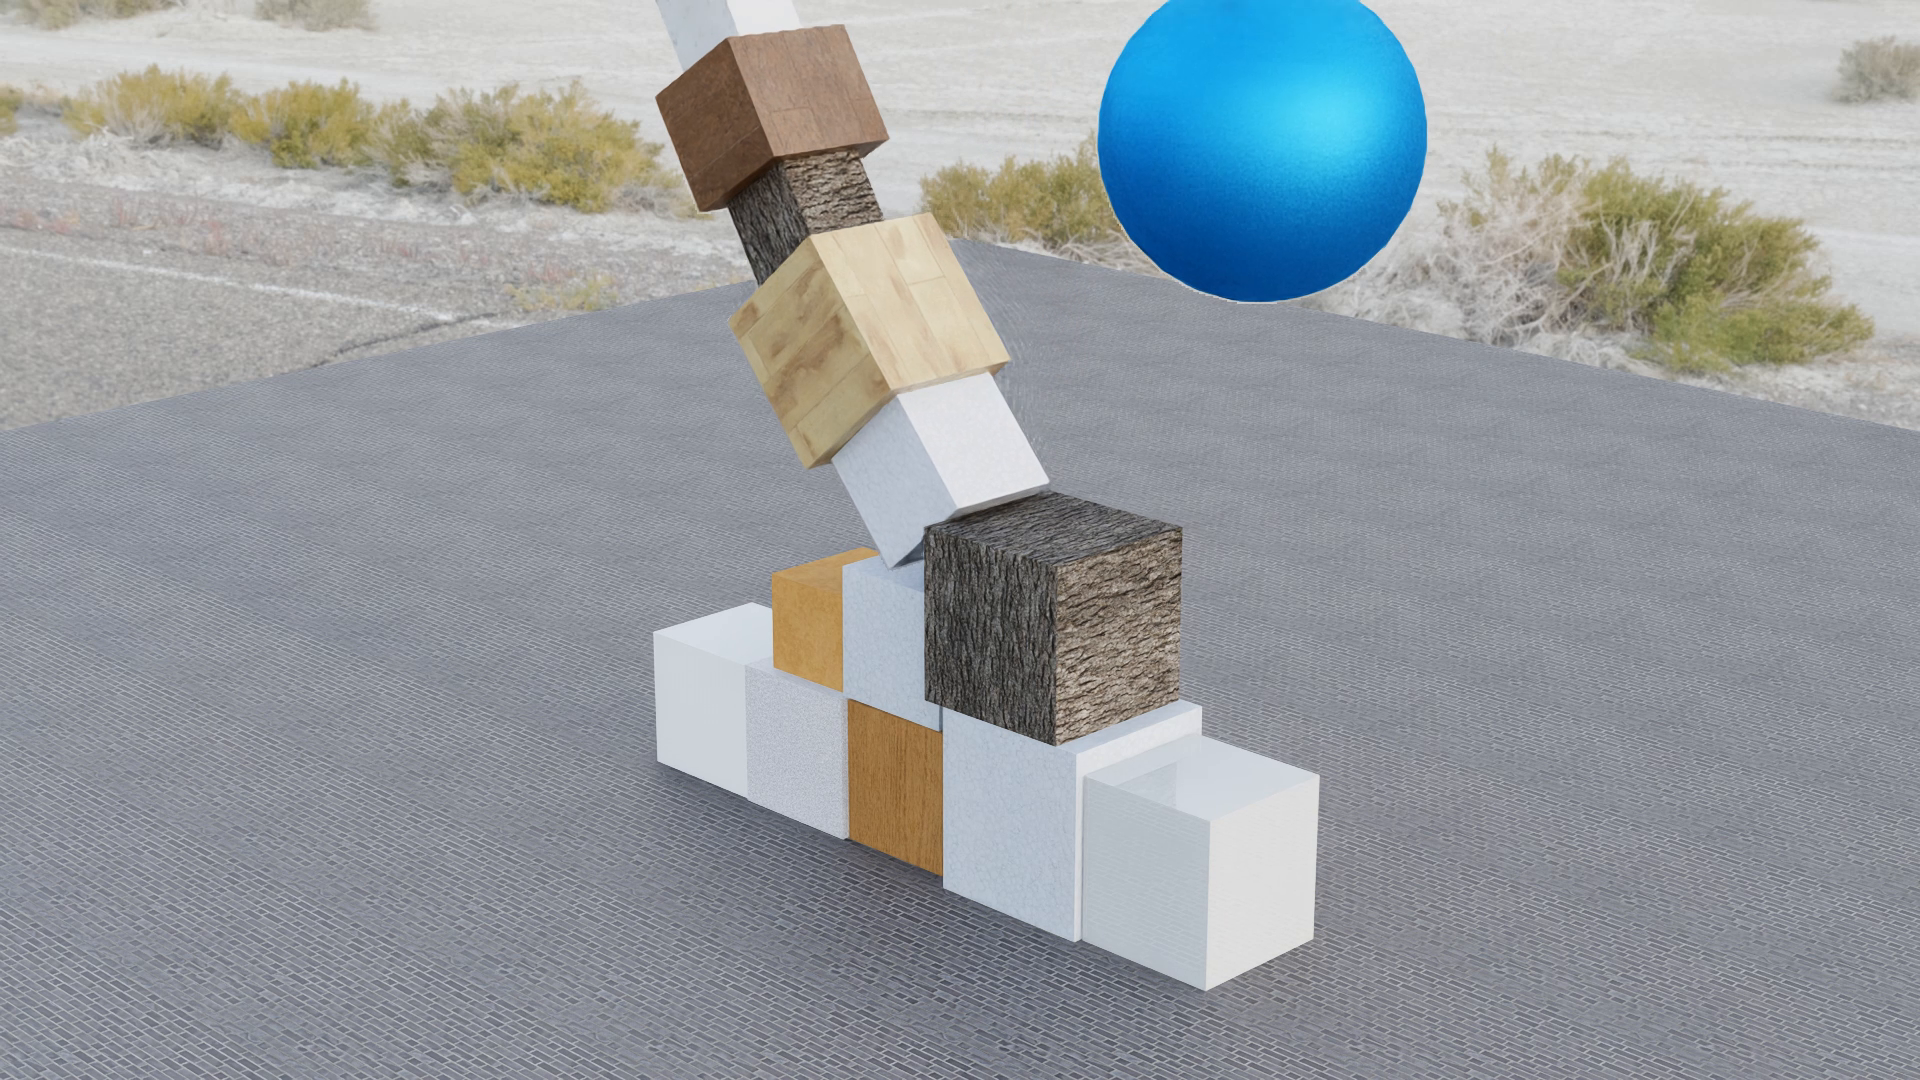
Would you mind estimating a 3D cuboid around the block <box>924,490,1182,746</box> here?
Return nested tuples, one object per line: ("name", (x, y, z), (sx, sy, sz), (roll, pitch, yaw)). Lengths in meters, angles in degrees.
("block", (0.410, 0.331, 13.010), (0.803, 0.813, 0.806), (-17, 24, -42))

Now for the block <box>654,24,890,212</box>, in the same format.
("block", (-0.875, -1.965, 13.647), (0.716, 0.590, 0.621), (-16, -8, -43))

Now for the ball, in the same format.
("ball", (1.467, -1.957, 14.264), (1.600, 1.600, 1.600), (0, 17, 0))

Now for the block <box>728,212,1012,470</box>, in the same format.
("block", (-0.420, -0.919, 13.509), (0.762, 0.805, 0.750), (-17, -16, -42))

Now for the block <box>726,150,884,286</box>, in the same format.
("block", (-0.706, -1.495, 13.585), (0.461, 0.414, 0.467), (-16, -8, -42))

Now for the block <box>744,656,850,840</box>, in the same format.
("block", (-0.547, 0.933, 14.205), (0.698, 0.703, 0.682), (-17, 24, -42))

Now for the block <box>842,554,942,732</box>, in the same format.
("block", (-0.095, 0.426, 13.591), (0.631, 0.638, 0.636), (-17, 25, -42))

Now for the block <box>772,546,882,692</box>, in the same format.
("block", (-0.504, 0.376, 14.015), (0.594, 0.473, 0.511), (-17, 24, -42))

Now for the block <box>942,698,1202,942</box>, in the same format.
("block", (0.501, 1.160, 13.189), (0.822, 0.878, 0.811), (-17, 24, -42))

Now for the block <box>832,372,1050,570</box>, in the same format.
("block", (-0.092, -0.317, 13.366), (0.588, 0.590, 0.582), (-17, -17, -42))

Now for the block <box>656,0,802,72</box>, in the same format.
("block", (-1.075, -2.442, 13.682), (0.385, 0.443, 0.454), (-16, -9, -43))

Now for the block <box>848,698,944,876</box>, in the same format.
("block", (-0.039, 1.082, 13.739), (0.658, 0.697, 0.709), (-17, 24, -42))

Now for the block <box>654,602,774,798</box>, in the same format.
("block", (-1.048, 0.792, 14.676), (0.652, 0.690, 0.700), (-17, 24, -42))

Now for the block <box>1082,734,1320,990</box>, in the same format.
("block", (1.038, 1.377, 12.681), (0.722, 0.769, 0.705), (-17, 24, -42))
